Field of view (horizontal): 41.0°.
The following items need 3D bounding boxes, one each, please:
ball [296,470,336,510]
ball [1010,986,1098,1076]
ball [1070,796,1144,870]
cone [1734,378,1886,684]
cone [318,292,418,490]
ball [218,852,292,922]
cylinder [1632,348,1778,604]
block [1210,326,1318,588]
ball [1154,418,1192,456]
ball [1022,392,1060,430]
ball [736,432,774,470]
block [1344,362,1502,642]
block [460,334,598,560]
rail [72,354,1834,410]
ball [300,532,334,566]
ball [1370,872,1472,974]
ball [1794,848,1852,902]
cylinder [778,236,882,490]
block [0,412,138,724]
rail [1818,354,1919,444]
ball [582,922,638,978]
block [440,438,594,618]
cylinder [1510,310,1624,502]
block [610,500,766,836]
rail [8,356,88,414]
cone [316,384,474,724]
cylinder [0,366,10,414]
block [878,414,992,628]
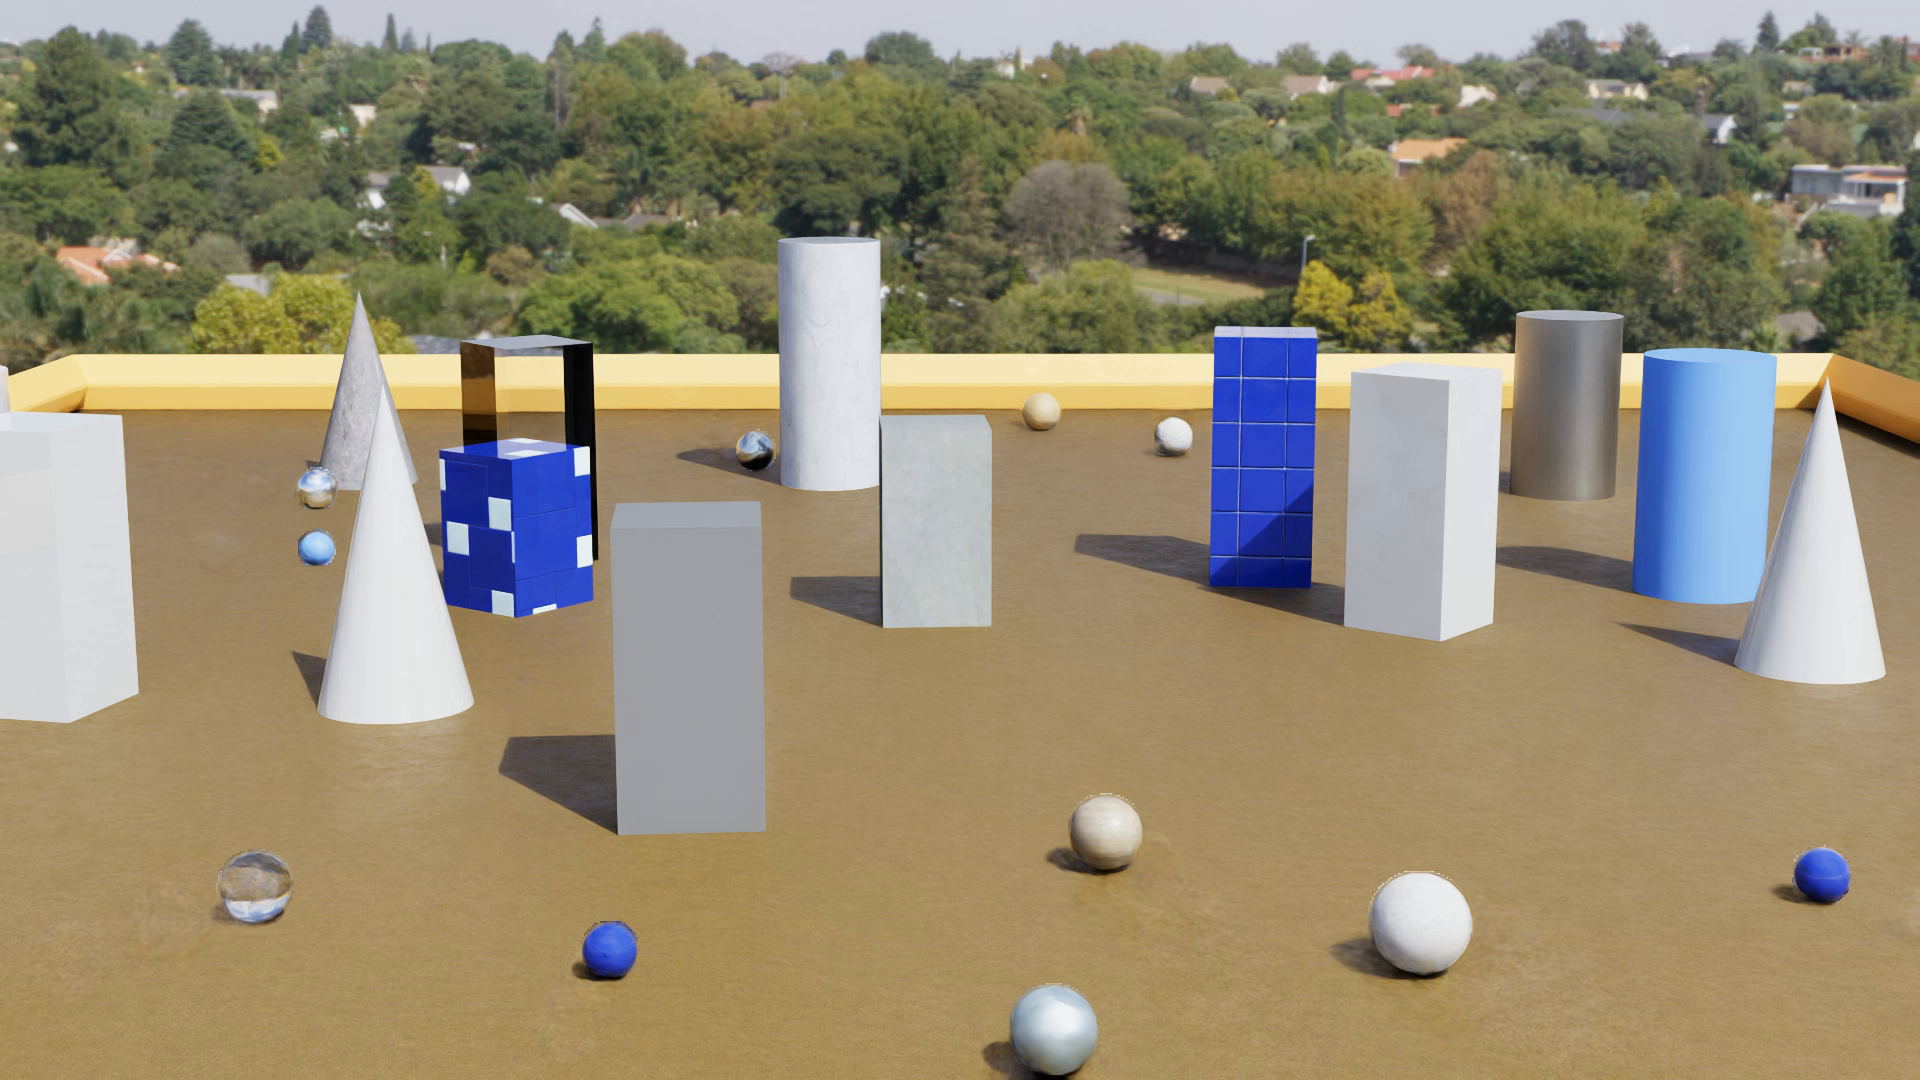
[{"bbox_3d":[-1.048,-0.082,4.180,0.064,0.064,0.064,0,11,0],"label":"ball"},{"bbox_3d":[0.068,0.356,1.859,0.064,0.064,0.064,0,11,0],"label":"ball"},{"bbox_3d":[0.133,0.266,2.327,0.067,0.067,0.067,0,11,0],"label":"ball"},{"bbox_3d":[1.028,-0.021,3.072,0.175,0.354,0.175,0,11,0],"label":"cone"},{"bbox_3d":[-1.030,-0.264,4.425,0.175,0.332,0.175,0,11,0],"label":"cone"},{"bbox_3d":[-0.600,0.296,2.187,0.060,0.060,0.060,0,11,0],"label":"ball"},{"bbox_3d":[1.019,-0.090,3.516,0.175,0.326,0.175,0,11,0],"label":"cylinder"},{"bbox_3d":[0.425,-0.118,3.605,0.140,0.348,0.140,1,11,6],"label":"block"},{"bbox_3d":[0.395,-0.191,4.740,0.070,0.070,0.070,0,11,0],"label":"ball"},{"bbox_3d":[0.161,-0.253,5.054,0.075,0.075,0.075,0,11,0],"label":"ball"},{"bbox_3d":[-0.365,-0.158,4.569,0.069,0.069,0.069,0,11,0],"label":"ball"},{"bbox_3d":[0.596,-0.053,3.302,0.140,0.332,0.140,9,14,38],"label":"block"},{"bbox_3d":[-0.628,-0.130,3.743,0.140,0.320,0.140,-8,14,-38],"label":"block"},{"bbox_3d":[-0.011,-0.327,5.339,3.677,0.114,0.045,0,11,0],"label":"rail"},{"bbox_3d":[-0.932,0.013,3.719,0.048,0.048,0.048,0,11,0],"label":"ball"},{"bbox_3d":[0.371,0.308,2.064,0.081,0.081,0.081,0,11,0],"label":"ball"},{"bbox_3d":[0.753,0.292,2.239,0.047,0.047,0.047,0,11,0],"label":"ball"},{"bbox_3d":[-0.223,-0.305,4.410,0.175,0.418,0.175,0,11,0],"label":"cylinder"},{"bbox_3d":[-1.038,0.027,2.895,0.140,0.325,0.140,3,11,14],"label":"block"},{"bbox_3d":[1.815,0.027,3.461,0.045,0.114,3.892,0,11,0],"label":"rail"},{"bbox_3d":[-0.280,0.329,2.054,0.044,0.044,0.044,0,11,0],"label":"ball"},{"bbox_3d":[-0.596,-0.019,3.452,0.140,0.210,0.140,8,13,37],"label":"block"},{"bbox_3d":[1.020,-0.228,4.318,0.175,0.300,0.175,0,11,0],"label":"cylinder"},{"bbox_3d":[-0.261,0.121,2.480,0.140,0.295,0.140,-1,11,-5],"label":"block"},{"bbox_3d":[-1.815,0.031,3.440,0.045,0.114,3.892,0,11,0],"label":"rail"},{"bbox_3d":[-0.642,0.007,2.888,0.175,0.368,0.175,0,11,0],"label":"cone"},{"bbox_3d":[-1.214,-0.021,3.054,0.175,0.361,0.175,0,11,0],"label":"cylinder"},{"bbox_3d":[-0.034,-0.027,3.364,0.140,0.257,0.140,-1,11,-3],"label":"block"}]
